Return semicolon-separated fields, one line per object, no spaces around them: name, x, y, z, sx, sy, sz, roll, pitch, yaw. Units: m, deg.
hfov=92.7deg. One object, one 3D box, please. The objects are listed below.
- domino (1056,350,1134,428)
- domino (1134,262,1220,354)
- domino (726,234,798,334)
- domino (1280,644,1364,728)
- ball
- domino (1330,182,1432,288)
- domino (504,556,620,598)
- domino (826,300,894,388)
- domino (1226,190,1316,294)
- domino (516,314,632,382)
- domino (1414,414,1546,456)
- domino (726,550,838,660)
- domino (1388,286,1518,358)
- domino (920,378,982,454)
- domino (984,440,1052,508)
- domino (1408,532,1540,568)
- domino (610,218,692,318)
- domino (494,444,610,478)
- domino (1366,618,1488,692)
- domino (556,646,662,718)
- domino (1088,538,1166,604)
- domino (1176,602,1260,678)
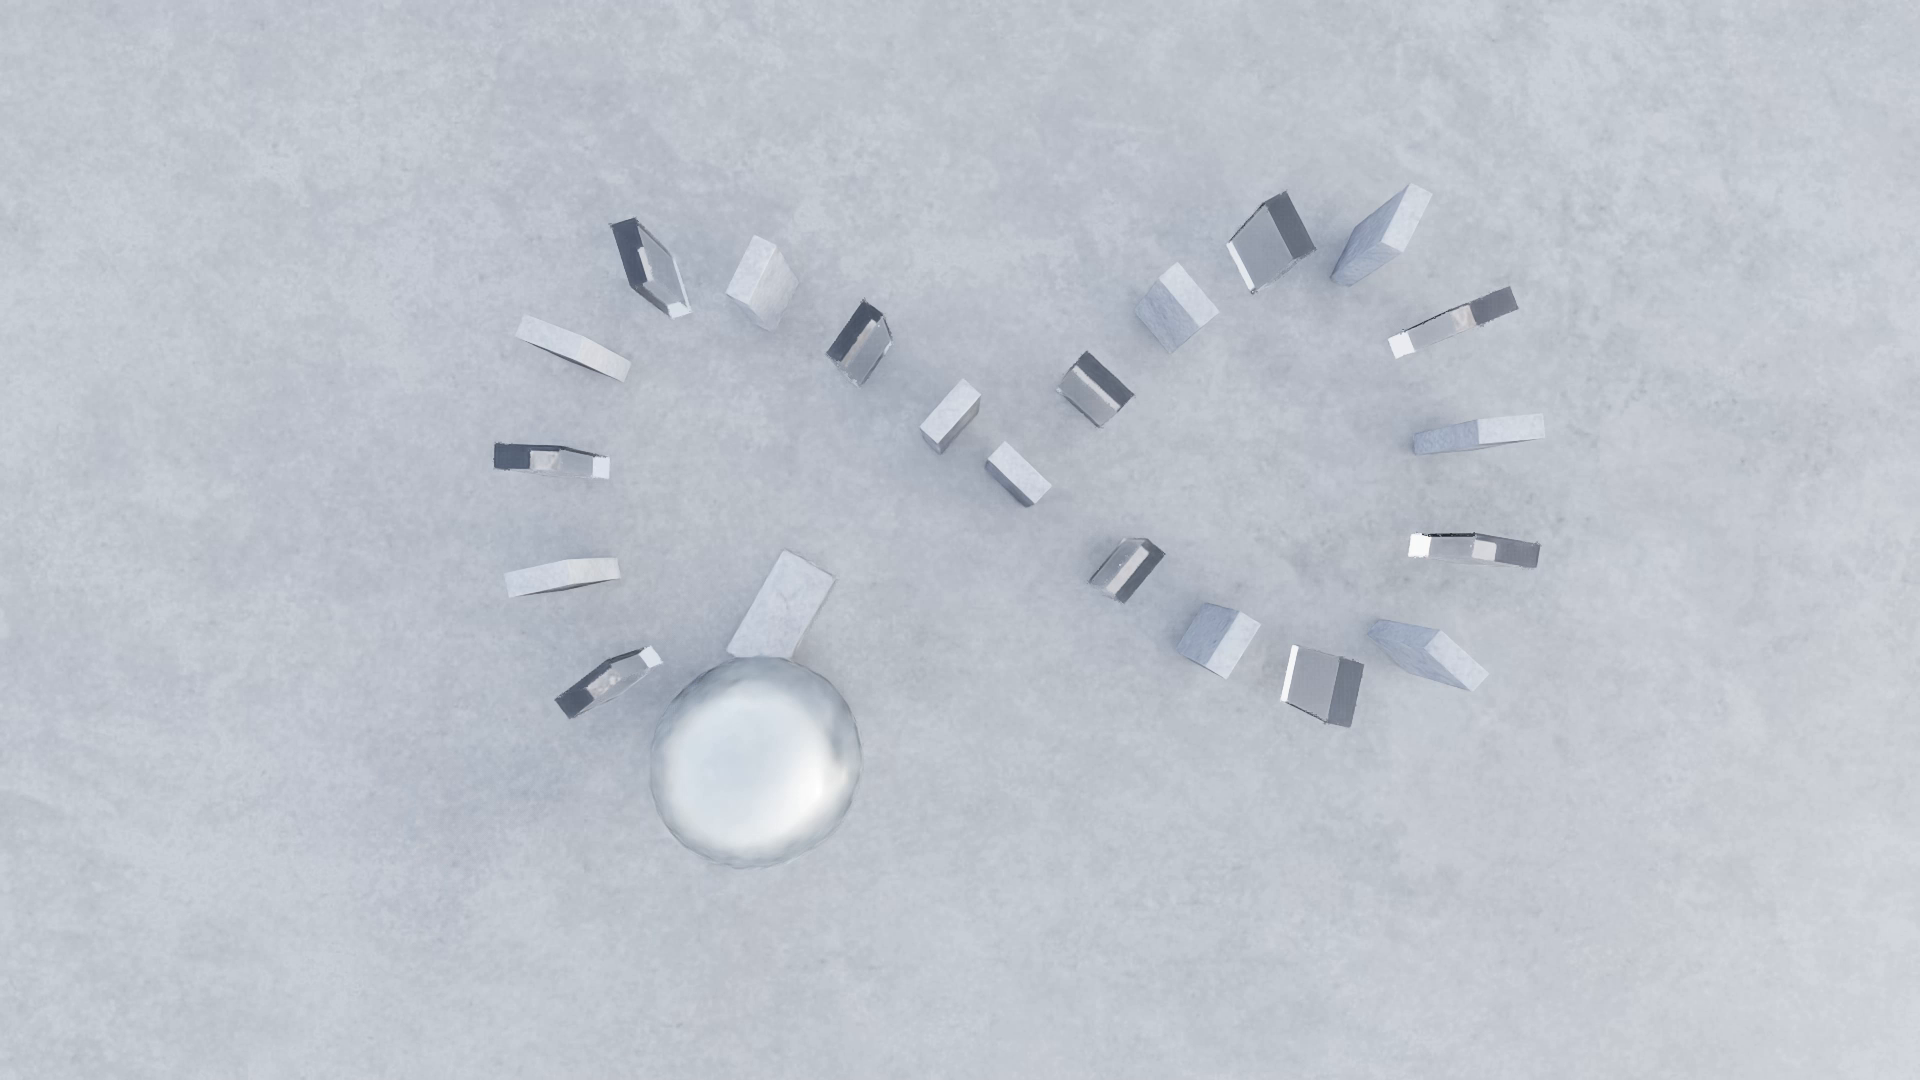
domino;0.054;-0.061;0.375;0.025;0.050;0.009;43;90;0
domino;0.088;-0.094;0.375;0.009;0.050;0.025;-40;90;0
domino;-0.080;-0.103;0.375;0.010;0.050;0.025;26;90;0
domino;0.147;0.059;0.375;0.010;0.050;0.025;12;90;0
ball;-0.078;0.085;0.354;0.080;0.080;0.080;0;90;0
domino;0.171;-0.123;0.375;0.009;0.050;0.025;27;90;0
domino;-0.161;0.015;0.375;0.025;0.050;0.009;-12;90;0
domino;-0.040;-0.079;0.375;0.010;0.050;0.025;35;90;0
domino;0.126;-0.120;0.375;0.010;0.050;0.025;-27;90;0
domino;-0.157;-0.078;0.375;0.025;0.050;0.009;21;90;0
domino;0.211;-0.043;0.375;0.025;0.050;0.009;-5;90;0
domino;-0.077;0.032;0.395;0.025;0.009;0.050;30;90;0
domino;0.200;-0.088;0.375;0.025;0.050;0.010;-22;90;0
domino;-0.004;-0.049;0.375;0.009;0.050;0.025;42;90;0
domino;0.023;-0.026;0.375;0.025;0.050;0.009;44;90;0
domino;0.209;0.004;0.375;0.025;0.050;0.010;10;90;0
domino;-0.125;-0.110;0.375;0.009;0.050;0.025;-17;90;0
domino;-0.166;-0.032;0.375;0.025;0.050;0.010;2;90;0
domino;0.190;0.046;0.375;0.025;0.050;0.009;42;90;0
domino;-0.142;0.057;0.375;0.025;0.050;0.009;-38;90;0
domino;0.067;0.012;0.375;0.009;0.050;0.025;40;90;0
domino;0.104;0.040;0.375;0.009;0.050;0.025;32;90;0
